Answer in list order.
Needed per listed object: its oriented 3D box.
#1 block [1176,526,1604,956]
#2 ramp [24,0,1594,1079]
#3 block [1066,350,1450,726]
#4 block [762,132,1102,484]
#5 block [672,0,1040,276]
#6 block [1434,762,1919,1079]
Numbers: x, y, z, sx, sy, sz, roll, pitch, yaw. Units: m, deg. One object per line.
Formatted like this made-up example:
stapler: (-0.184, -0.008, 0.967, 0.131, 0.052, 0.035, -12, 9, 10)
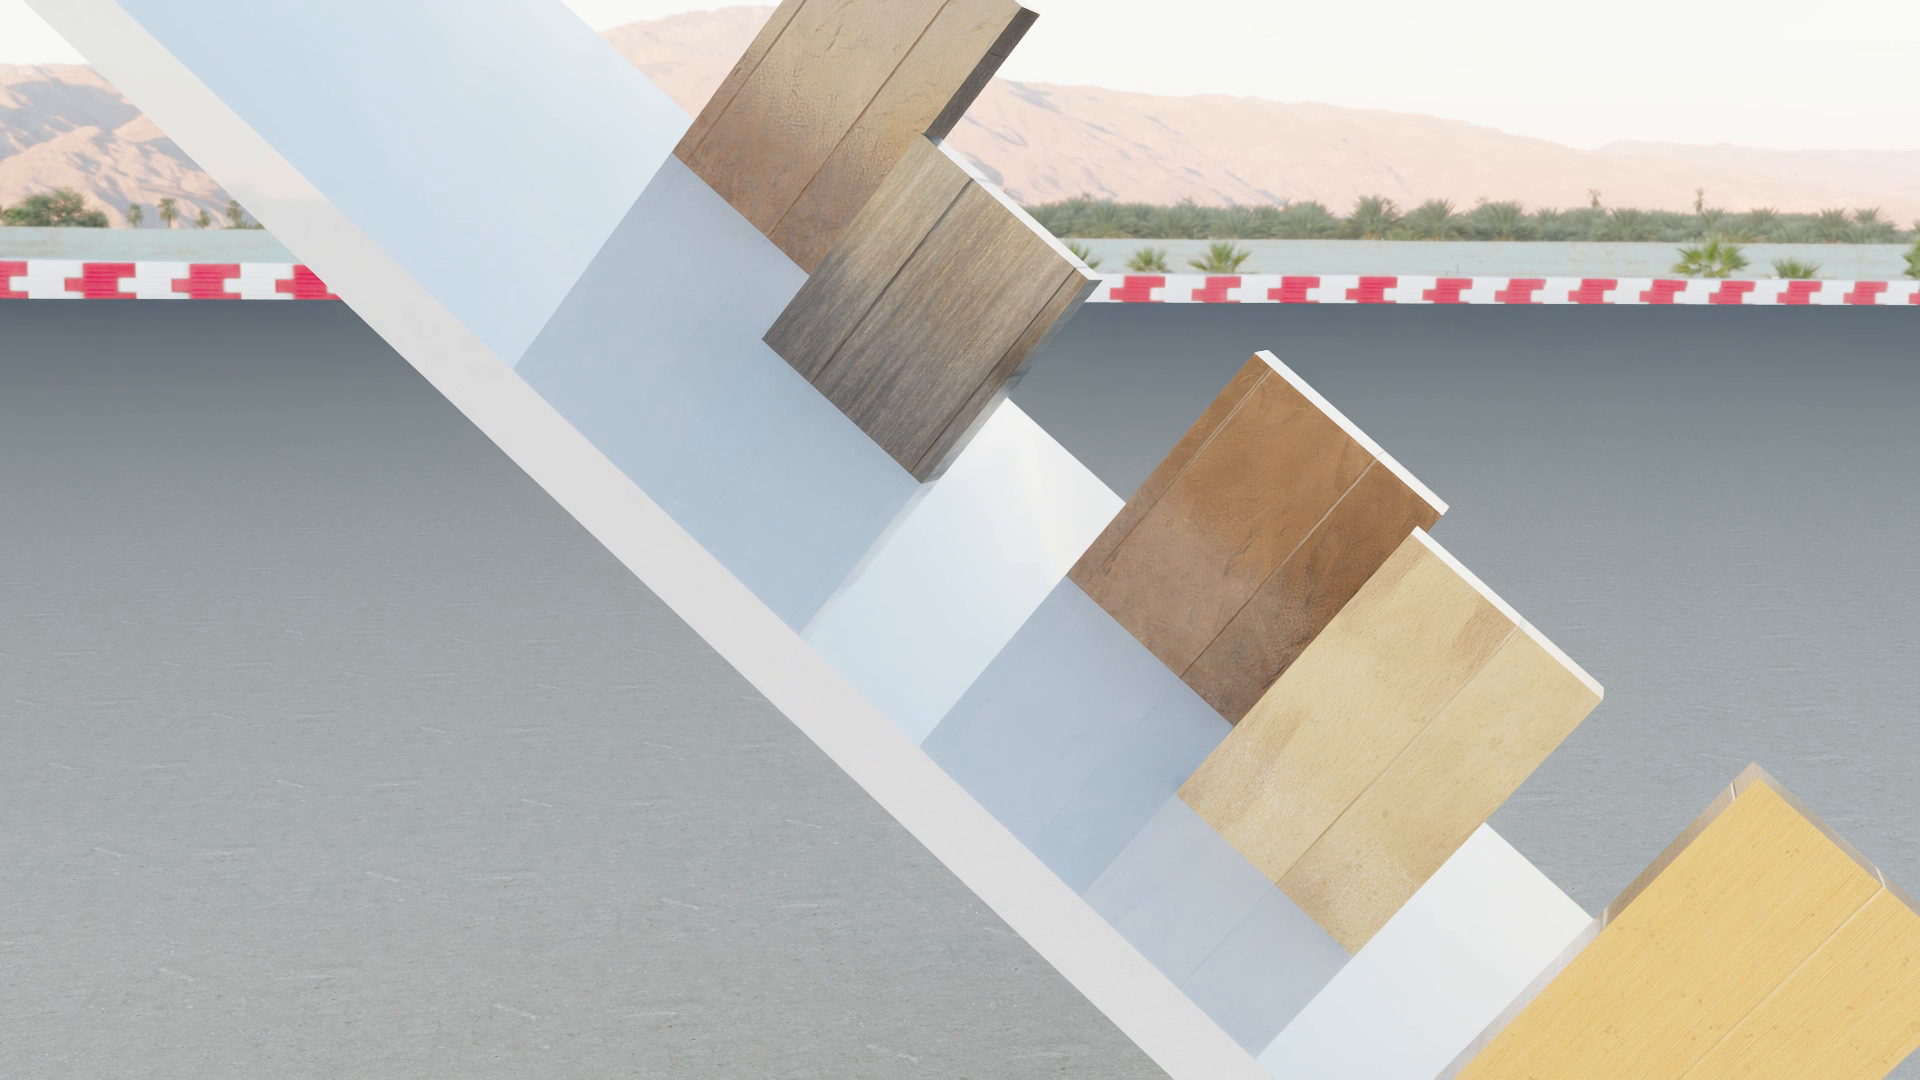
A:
block: (0.684, 0.324, 3.534, 0.386, 0.575, 0.103, 42, 16, 8)
ramp: (0.012, 0.034, 4.035, 4.000, 0.100, 2.000, 42, 16, 8)
block: (0.557, 0.002, 4.143, 0.449, 0.554, 0.149, 42, 16, 8)
block: (-0.054, -0.424, 4.049, 0.409, 0.487, 0.110, 42, 16, 8)
block: (-0.228, -0.976, 4.708, 0.423, 0.722, 0.148, 42, 16, 8)
block: (0.997, 0.693, 3.026, 0.385, 0.697, 0.105, 42, 16, 8)
